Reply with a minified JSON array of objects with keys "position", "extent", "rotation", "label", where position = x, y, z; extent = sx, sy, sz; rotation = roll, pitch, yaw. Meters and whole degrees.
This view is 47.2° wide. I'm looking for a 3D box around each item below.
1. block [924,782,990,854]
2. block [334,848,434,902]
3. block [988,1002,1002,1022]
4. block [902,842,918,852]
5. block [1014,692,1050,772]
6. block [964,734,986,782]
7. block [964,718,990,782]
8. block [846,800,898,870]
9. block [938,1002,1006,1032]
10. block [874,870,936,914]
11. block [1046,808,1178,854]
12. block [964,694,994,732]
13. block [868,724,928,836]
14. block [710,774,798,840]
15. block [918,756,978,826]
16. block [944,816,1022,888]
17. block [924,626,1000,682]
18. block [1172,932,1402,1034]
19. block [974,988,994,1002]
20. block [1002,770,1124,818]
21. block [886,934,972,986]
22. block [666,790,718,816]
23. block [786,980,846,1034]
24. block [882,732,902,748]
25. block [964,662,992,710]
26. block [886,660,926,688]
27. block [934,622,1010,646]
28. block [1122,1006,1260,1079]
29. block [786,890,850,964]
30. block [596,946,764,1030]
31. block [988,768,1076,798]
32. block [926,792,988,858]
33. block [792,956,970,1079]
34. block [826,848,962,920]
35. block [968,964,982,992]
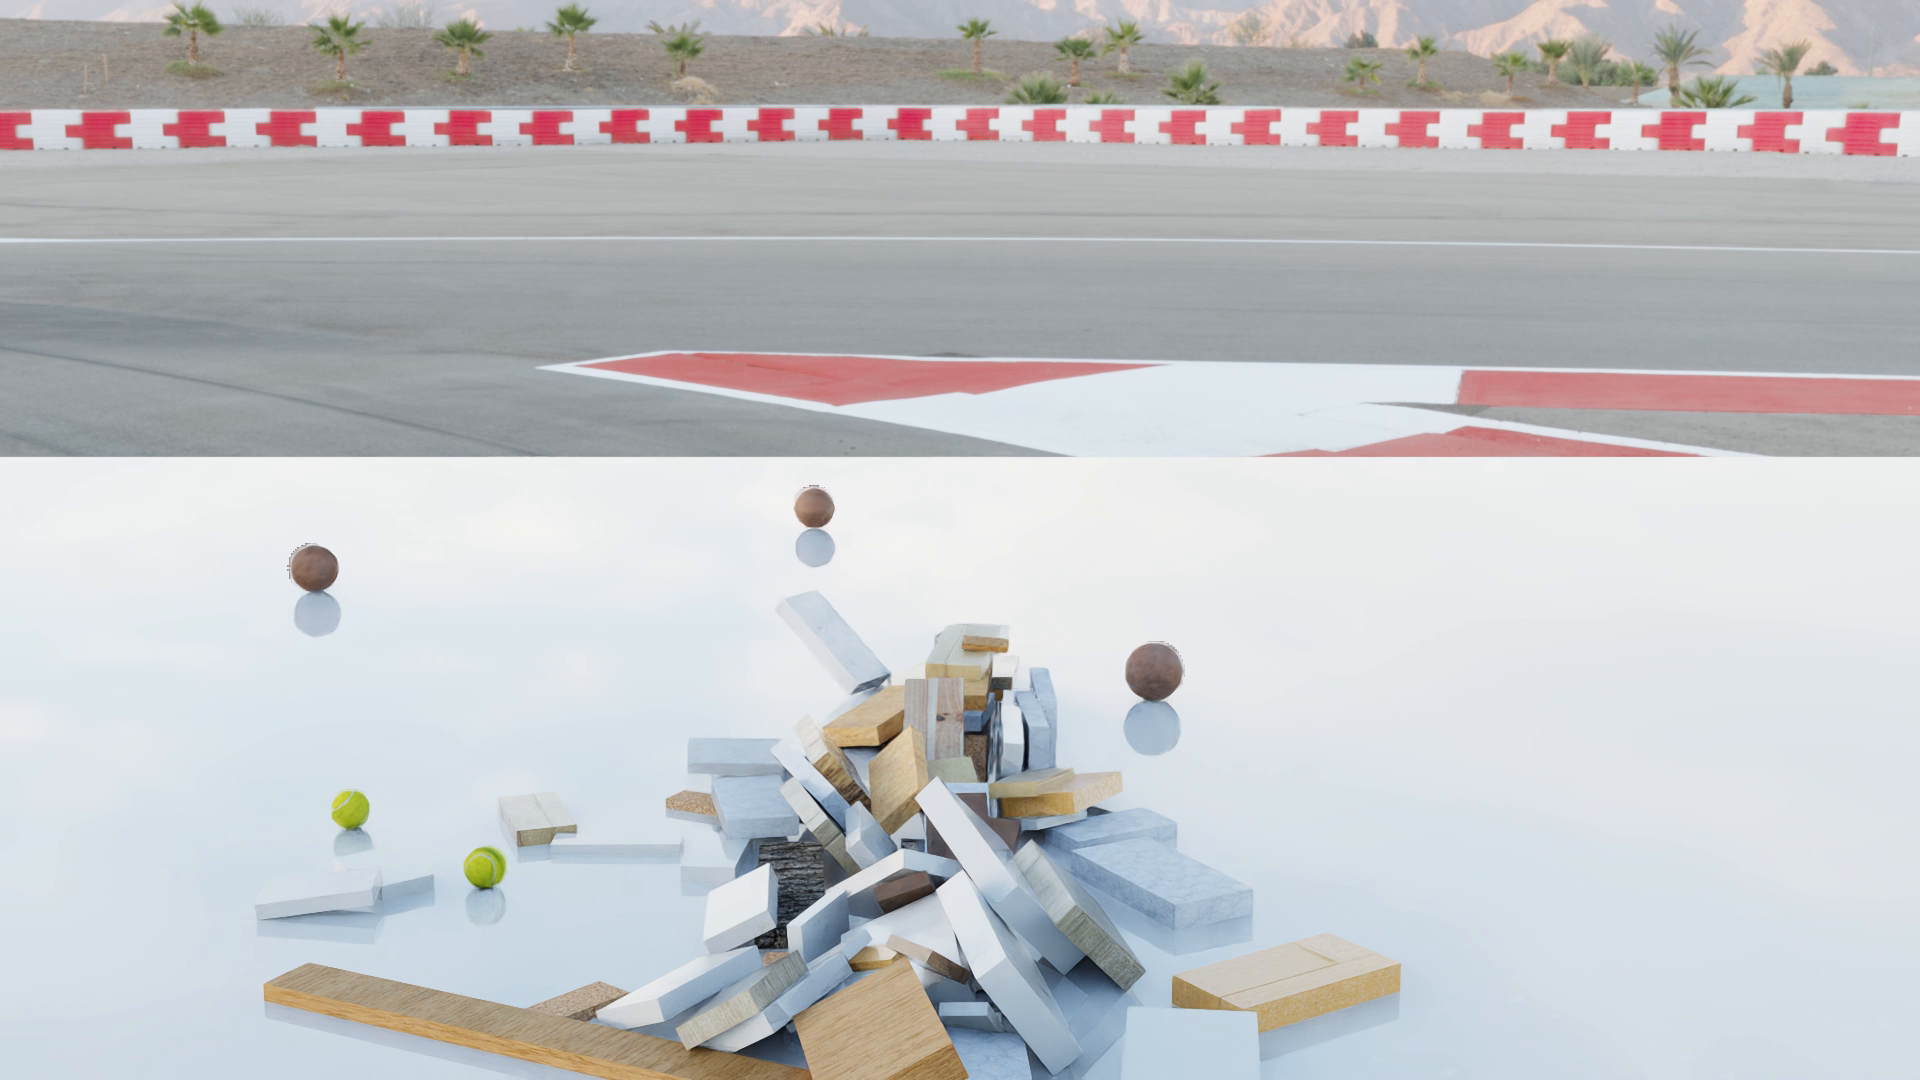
[{"position":[-0.005,0.504,3.846],"extent":[0.113,0.032,0.227],"rotation":[0,29,-1],"label":"block"},{"position":[-0.978,0.566,3.727],"extent":[0.094,0.027,0.187],"rotation":[-9,14,-39],"label":"block"},{"position":[0.019,0.668,3.095],"extent":[0.067,0.019,0.133],"rotation":[-1,-6,-4],"label":"block"},{"position":[-0.079,0.561,3.589],"extent":[0.024,0.085,0.169],"rotation":[1,10,-6],"label":"block"},{"position":[0.139,0.398,4.332],"extent":[0.038,0.135,0.271],"rotation":[0,10,-5],"label":"block"},{"position":[-0.008,0.444,4.219],"extent":[0.114,0.032,0.228],"rotation":[0,25,2],"label":"block"},{"position":[0.001,0.419,4.350],"extent":[0.114,0.032,0.228],"rotation":[0,25,2],"label":"block"},{"position":[-0.149,0.524,3.741],"extent":[0.030,0.108,0.215],"rotation":[-38,10,4],"label":"block"},{"position":[0.020,0.661,2.988],"extent":[0.067,0.019,0.133],"rotation":[-3,-33,14],"label":"block"},{"position":[-0.073,0.563,3.402],"extent":[0.085,0.024,0.169],"rotation":[-19,-30,1],"label":"block"},{"position":[0.272,0.524,3.944],"extent":[0.213,0.030,0.107],"rotation":[-6,12,-30],"label":"block"},{"position":[0.000,0.344,4.420],"extent":[0.114,0.032,0.228],"rotation":[1,7,8],"label":"block"},{"position":[-0.111,0.437,3.983],"extent":[0.032,0.113,0.227],"rotation":[41,16,-21],"label":"block"},{"position":[-0.375,0.484,3.995],"extent":[0.128,0.036,0.256],"rotation":[-2,11,-12],"label":"block"},{"position":[-0.016,0.476,3.961],"extent":[0.113,0.032,0.227],"rotation":[-5,32,-9],"label":"block"},{"position":[0.030,0.538,3.662],"extent":[0.108,0.030,0.215],"rotation":[6,30,10],"label":"block"},{"position":[0.007,0.231,4.519],"extent":[0.115,0.033,0.229],"rotation":[2,18,10],"label":"block"},{"position":[0.480,0.650,3.226],"extent":[0.309,0.044,0.154],"rotation":[-7,13,-34],"label":"block"},{"position":[0.017,0.659,3.174],"extent":[0.050,0.014,0.100],"rotation":[-2,-8,-13],"label":"block"},{"position":[0.191,0.468,4.059],"extent":[0.137,0.039,0.274],"rotation":[-6,0,23],"label":"block"},{"position":[-0.044,0.575,3.019],"extent":[0.068,0.019,0.136],"rotation":[34,-14,-22],"label":"block"},{"position":[-0.481,0.495,4.131],"extent":[0.128,0.018,0.064],"rotation":[5,12,26],"label":"block"},{"position":[-0.202,0.660,3.111],"extent":[0.097,0.014,0.049],"rotation":[-29,11,-5],"label":"block"},{"position":[-0.111,0.405,4.522],"extent":[0.094,0.013,0.047],"rotation":[-21,10,19],"label":"block"},{"position":[0.002,0.287,4.450],"extent":[0.115,0.033,0.229],"rotation":[1,18,4],"label":"block"},{"position":[-0.111,0.323,4.922],"extent":[0.102,0.029,0.204],"rotation":[-23,10,4],"label":"block"},{"position":[0.030,0.232,5.203],"extent":[0.135,0.038,0.270],"rotation":[2,4,10],"label":"block"},{"position":[0.303,0.709,2.888],"extent":[0.179,0.051,0.357],"rotation":[1,11,6],"label":"block"},{"position":[-0.215,0.602,3.366],"extent":[0.024,0.085,0.169],"rotation":[-1,10,21],"label":"block"},{"position":[-0.401,0.646,3.167],"extent":[0.118,0.033,0.236],"rotation":[-18,-1,32],"label":"block"},{"position":[0.132,0.442,4.004],"extent":[0.093,0.026,0.186],"rotation":[-6,0,24],"label":"block"},{"position":[-0.003,0.510,3.771],"extent":[0.108,0.030,0.215],"rotation":[-1,30,-2],"label":"block"},{"position":[-0.109,0.652,2.838],"extent":[0.175,0.050,0.350],"rotation":[-27,11,-6],"label":"block"},{"position":[-0.105,0.541,3.438],"extent":[0.111,0.031,0.221],"rotation":[18,-34,-31],"label":"block"},{"position":[-0.013,0.632,3.169],"extent":[0.067,0.019,0.133],"rotation":[-28,12,-14],"label":"block"}]
